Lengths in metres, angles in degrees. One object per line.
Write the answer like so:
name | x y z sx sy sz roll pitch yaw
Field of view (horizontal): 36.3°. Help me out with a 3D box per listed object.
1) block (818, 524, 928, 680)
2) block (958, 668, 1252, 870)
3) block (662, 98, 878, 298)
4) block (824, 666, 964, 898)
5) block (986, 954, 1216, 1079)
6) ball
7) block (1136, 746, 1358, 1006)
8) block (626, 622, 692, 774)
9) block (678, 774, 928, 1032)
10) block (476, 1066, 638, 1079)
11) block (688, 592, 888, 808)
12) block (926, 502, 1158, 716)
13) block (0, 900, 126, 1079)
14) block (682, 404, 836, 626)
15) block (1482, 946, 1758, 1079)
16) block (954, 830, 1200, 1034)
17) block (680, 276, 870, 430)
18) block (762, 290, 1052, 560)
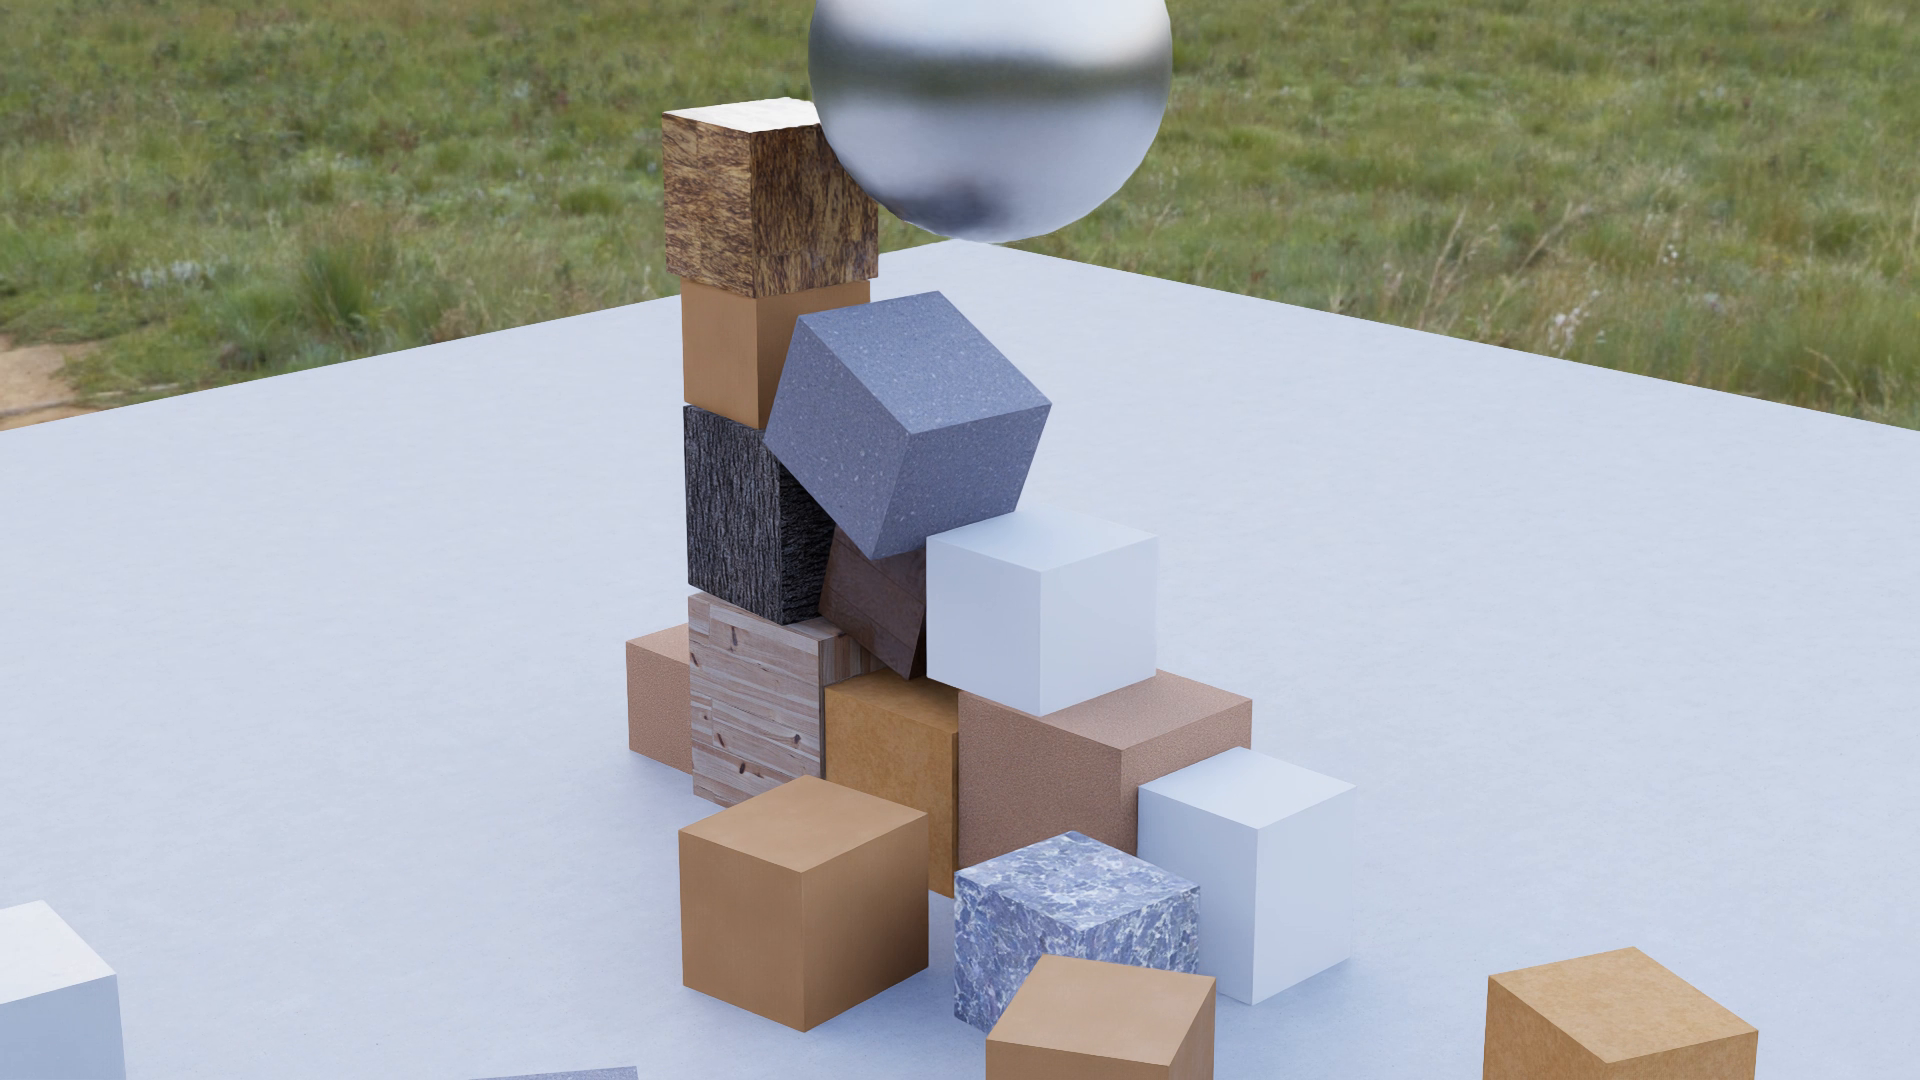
block | -0.159 0.138 13.544 0.628 0.661 0.641 -16 40 -42
block | 0.638 1.155 13.030 0.857 0.984 0.966 -17 24 -42
block | -0.890 -1.618 13.759 0.718 0.762 0.721 -13 22 -36
block | -0.010 1.052 13.668 0.907 0.797 0.831 -17 24 -42
block | 0.525 2.022 10.812 0.673 0.658 0.738 5 18 17
ball | 0.132 -2.103 12.819 1.600 1.600 1.600 0 17 0
block | 1.217 1.419 12.508 0.659 0.793 0.652 -17 24 -42
block | -1.203 0.788 14.861 0.685 0.585 0.682 -17 24 -42
block | -0.651 1.514 12.346 0.690 0.709 0.793 14 22 37
block | -1.447 2.311 9.734 0.827 0.754 0.825 -3 18 -10
block | -0.627 0.751 14.246 0.995 1.025 0.928 -17 24 -42
block | 0.365 0.297 13.023 0.747 0.657 0.703 -16 24 -42
block | -3.662 1.918 11.018 0.780 0.733 0.807 -12 21 -34
block | -0.780 -0.189 14.035 0.750 0.894 0.796 -13 22 -36
block | 2.402 2.015 10.759 0.645 0.703 0.753 -7 19 -22
block | 0.471 1.676 11.933 0.661 0.647 0.747 -15 23 -39
block | -0.872 -0.940 13.904 0.643 0.619 0.643 -13 22 -35
block | -0.245 -0.525 13.134 0.793 0.705 0.884 -14 47 -37
